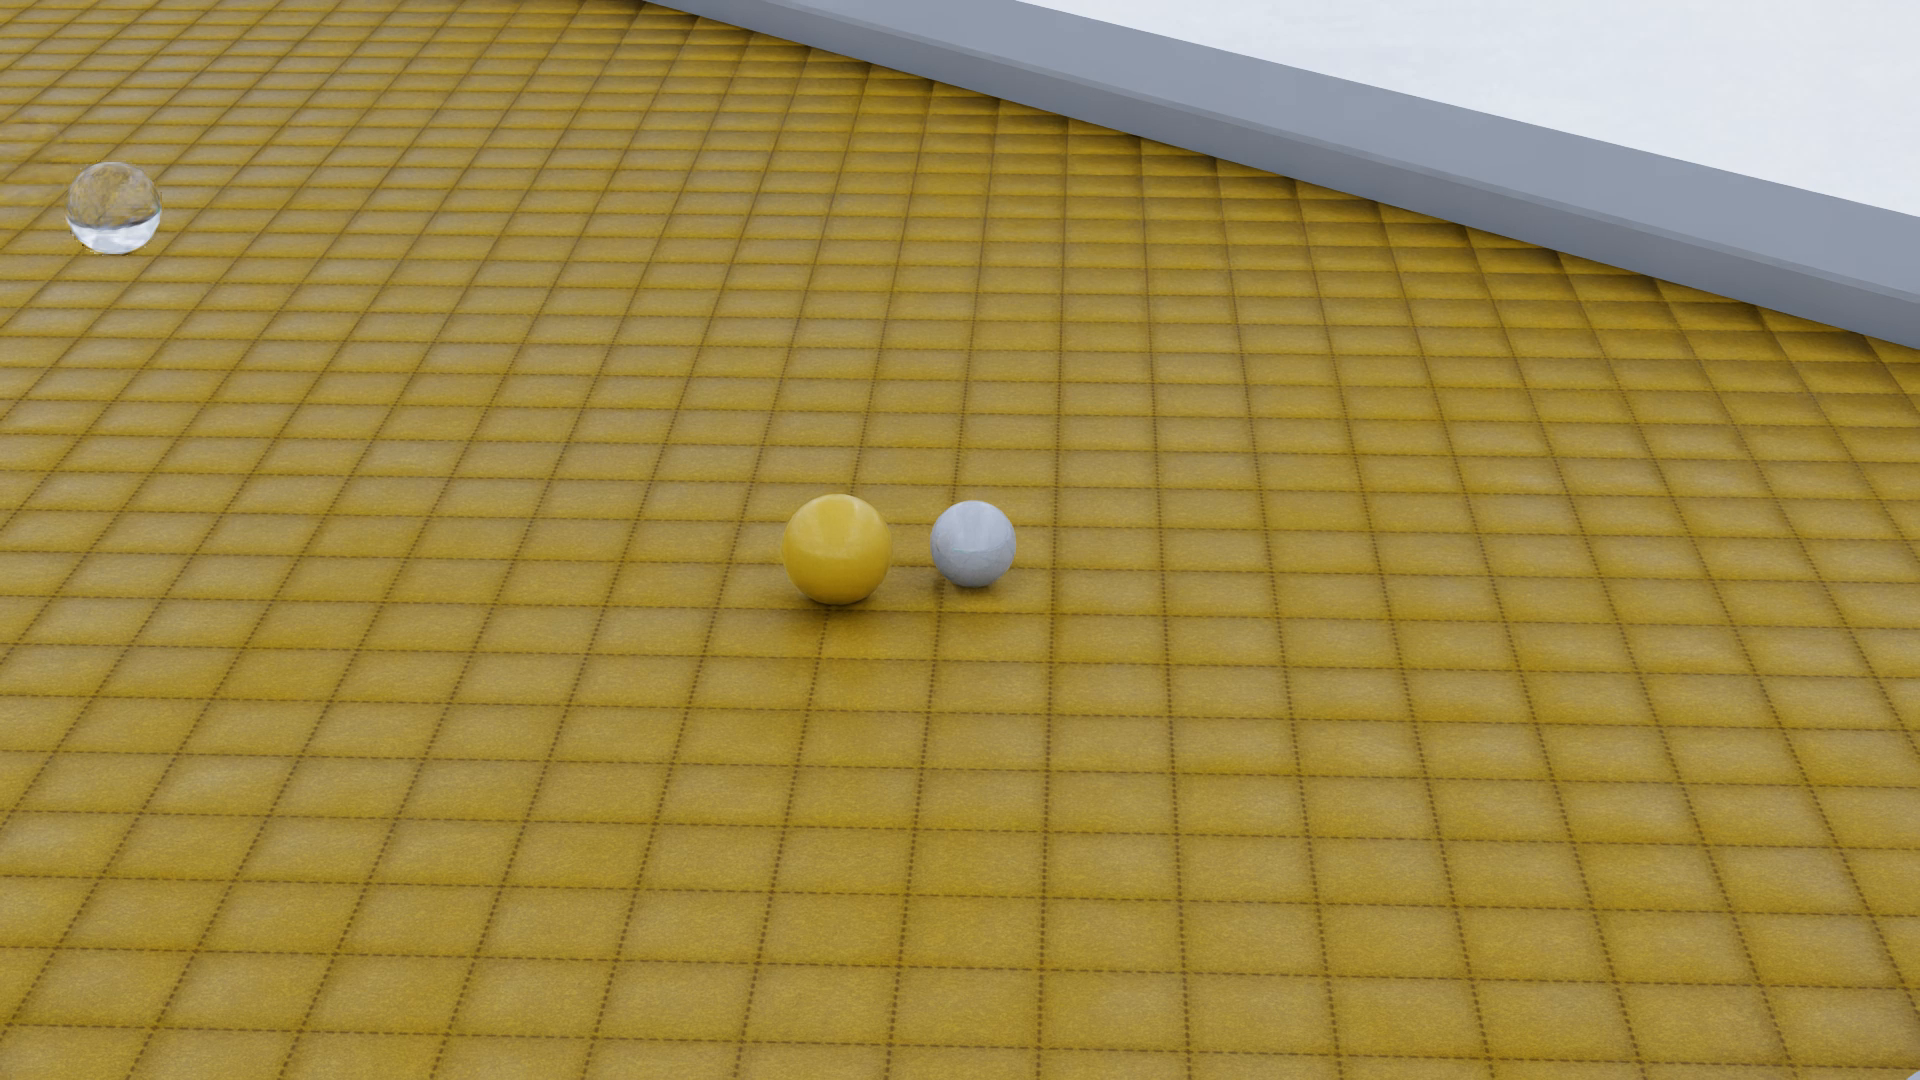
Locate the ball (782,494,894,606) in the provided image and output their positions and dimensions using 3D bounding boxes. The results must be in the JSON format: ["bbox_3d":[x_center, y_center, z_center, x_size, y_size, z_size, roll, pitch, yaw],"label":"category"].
[{"bbox_3d":[-0.097,0.007,2.319,0.088,0.088,0.088,0,23,0],"label":"ball"}]

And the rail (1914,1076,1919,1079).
[{"bbox_3d":[0.655,0.256,1.683,2.157,0.129,0.045,-20,30,-38],"label":"rail"}]

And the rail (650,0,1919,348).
[{"bbox_3d":[0.106,-0.592,3.664,0.045,0.129,3.963,-20,30,-38],"label":"rail"}]

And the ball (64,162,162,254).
[{"bbox_3d":[-0.908,-0.356,3.154,0.099,0.099,0.099,0,23,0],"label":"ball"}]

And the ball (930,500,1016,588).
[{"bbox_3d":[0.010,0.003,2.352,0.070,0.070,0.070,0,23,0],"label":"ball"}]
